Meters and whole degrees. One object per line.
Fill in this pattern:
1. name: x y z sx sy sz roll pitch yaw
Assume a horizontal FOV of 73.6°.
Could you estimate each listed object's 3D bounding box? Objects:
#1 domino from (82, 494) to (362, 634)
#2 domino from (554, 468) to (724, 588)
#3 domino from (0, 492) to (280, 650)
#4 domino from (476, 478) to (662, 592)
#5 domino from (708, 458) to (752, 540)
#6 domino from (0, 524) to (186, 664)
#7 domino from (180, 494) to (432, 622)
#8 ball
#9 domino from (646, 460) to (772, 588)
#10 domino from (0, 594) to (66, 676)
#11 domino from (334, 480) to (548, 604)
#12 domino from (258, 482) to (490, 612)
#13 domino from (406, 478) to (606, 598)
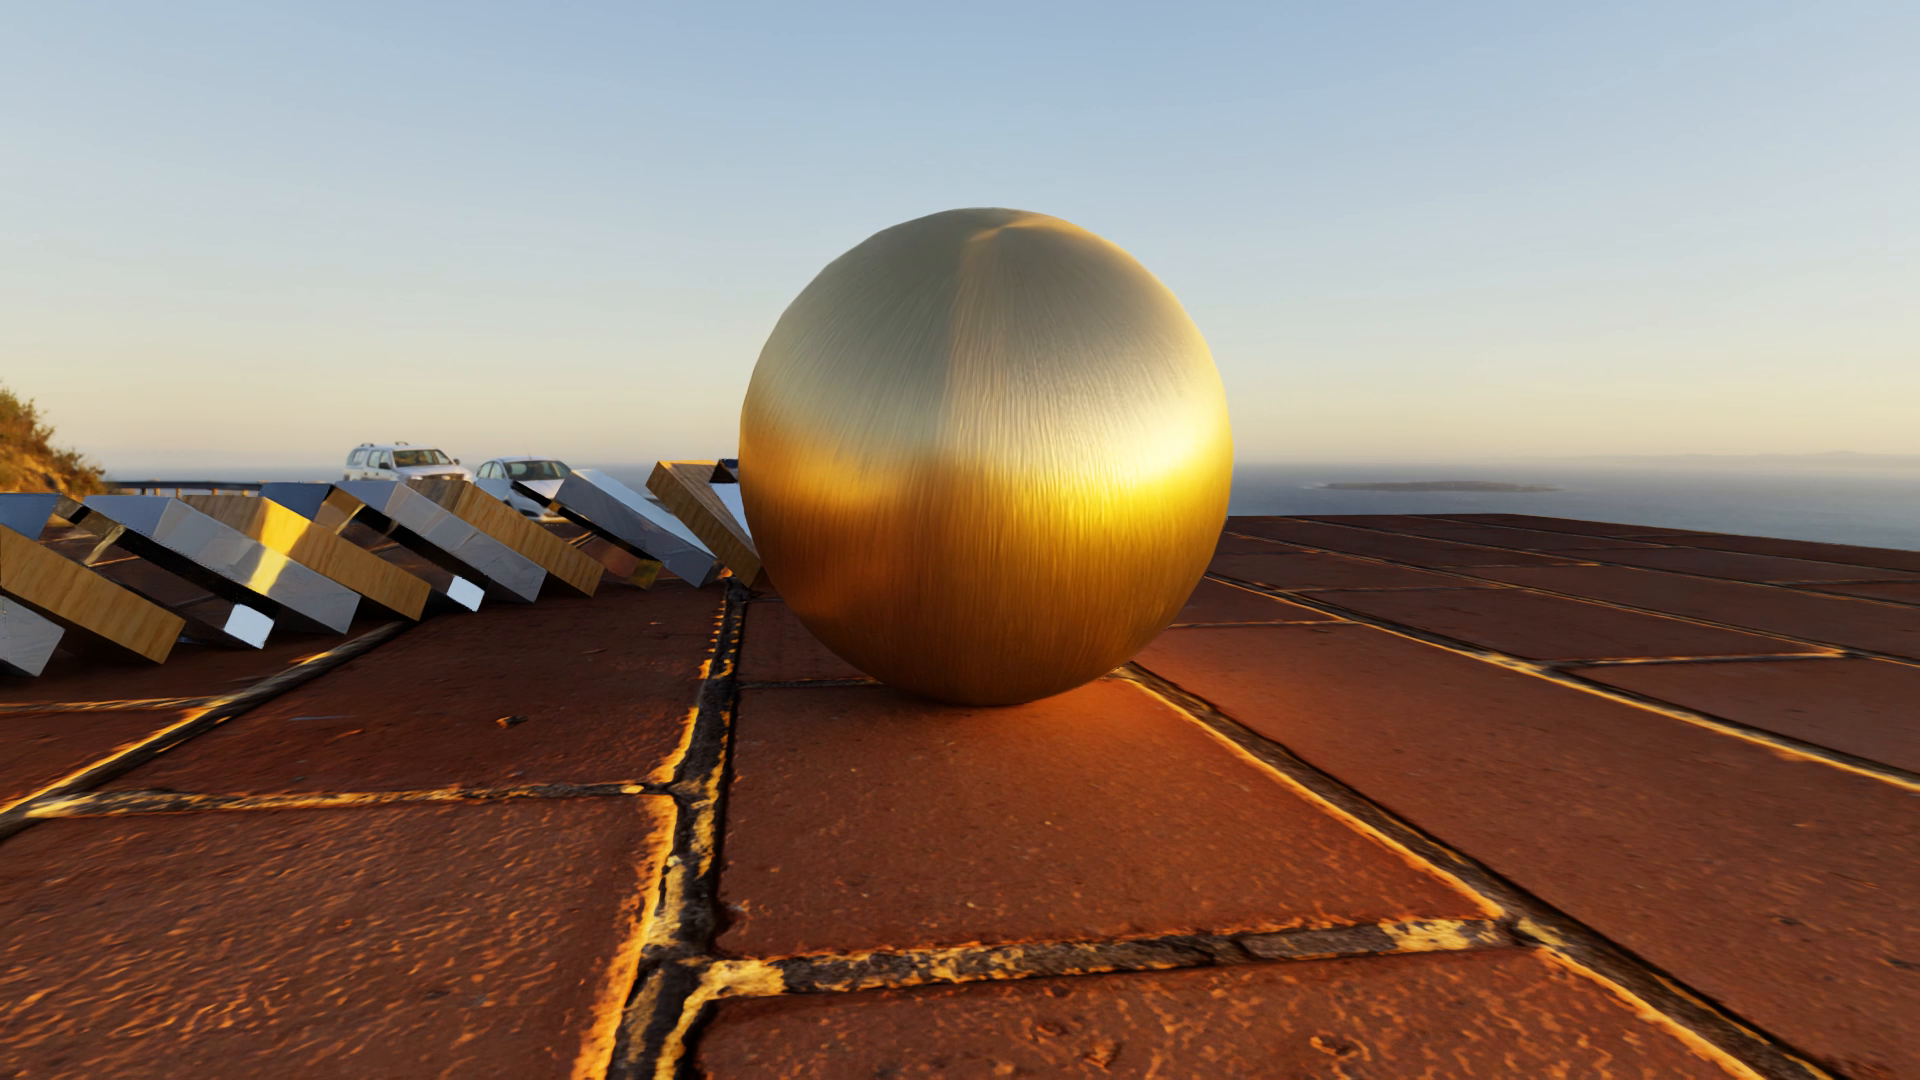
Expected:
1. domino: -0.156 0.006 0.272 0.025 0.010 0.050 2 -24 23
2. domino: -0.095 -0.004 0.389 0.050 0.009 0.025 32 4 -1
3. domino: -0.164 0.007 0.252 0.025 0.010 0.050 2 -26 23
4. domino: -0.113 -0.001 0.366 0.050 0.010 0.025 34 -19 -37
5. domino: -0.053 -0.006 0.390 0.025 0.010 0.050 -2 40 -46
6. domino: -0.172 0.008 0.234 0.025 0.010 0.050 2 -28 23
7. domino: -0.149 0.005 0.292 0.025 0.010 0.050 2 -23 23
8. ball: 0.004 -0.013 0.210 0.080 0.080 0.080 0 4 0
9. domino: -0.071 -0.006 0.396 0.050 0.009 0.025 42 22 21
10. domino: -0.182 0.007 0.214 0.025 0.010 0.050 0 -31 20
11. domino: -0.134 0.001 0.329 0.025 0.009 0.050 2 -26 32
12. domino: -0.142 0.002 0.312 0.025 0.010 0.050 2 -26 29
13. domino: -0.123 0.000 0.346 0.025 0.010 0.050 3 -25 34
